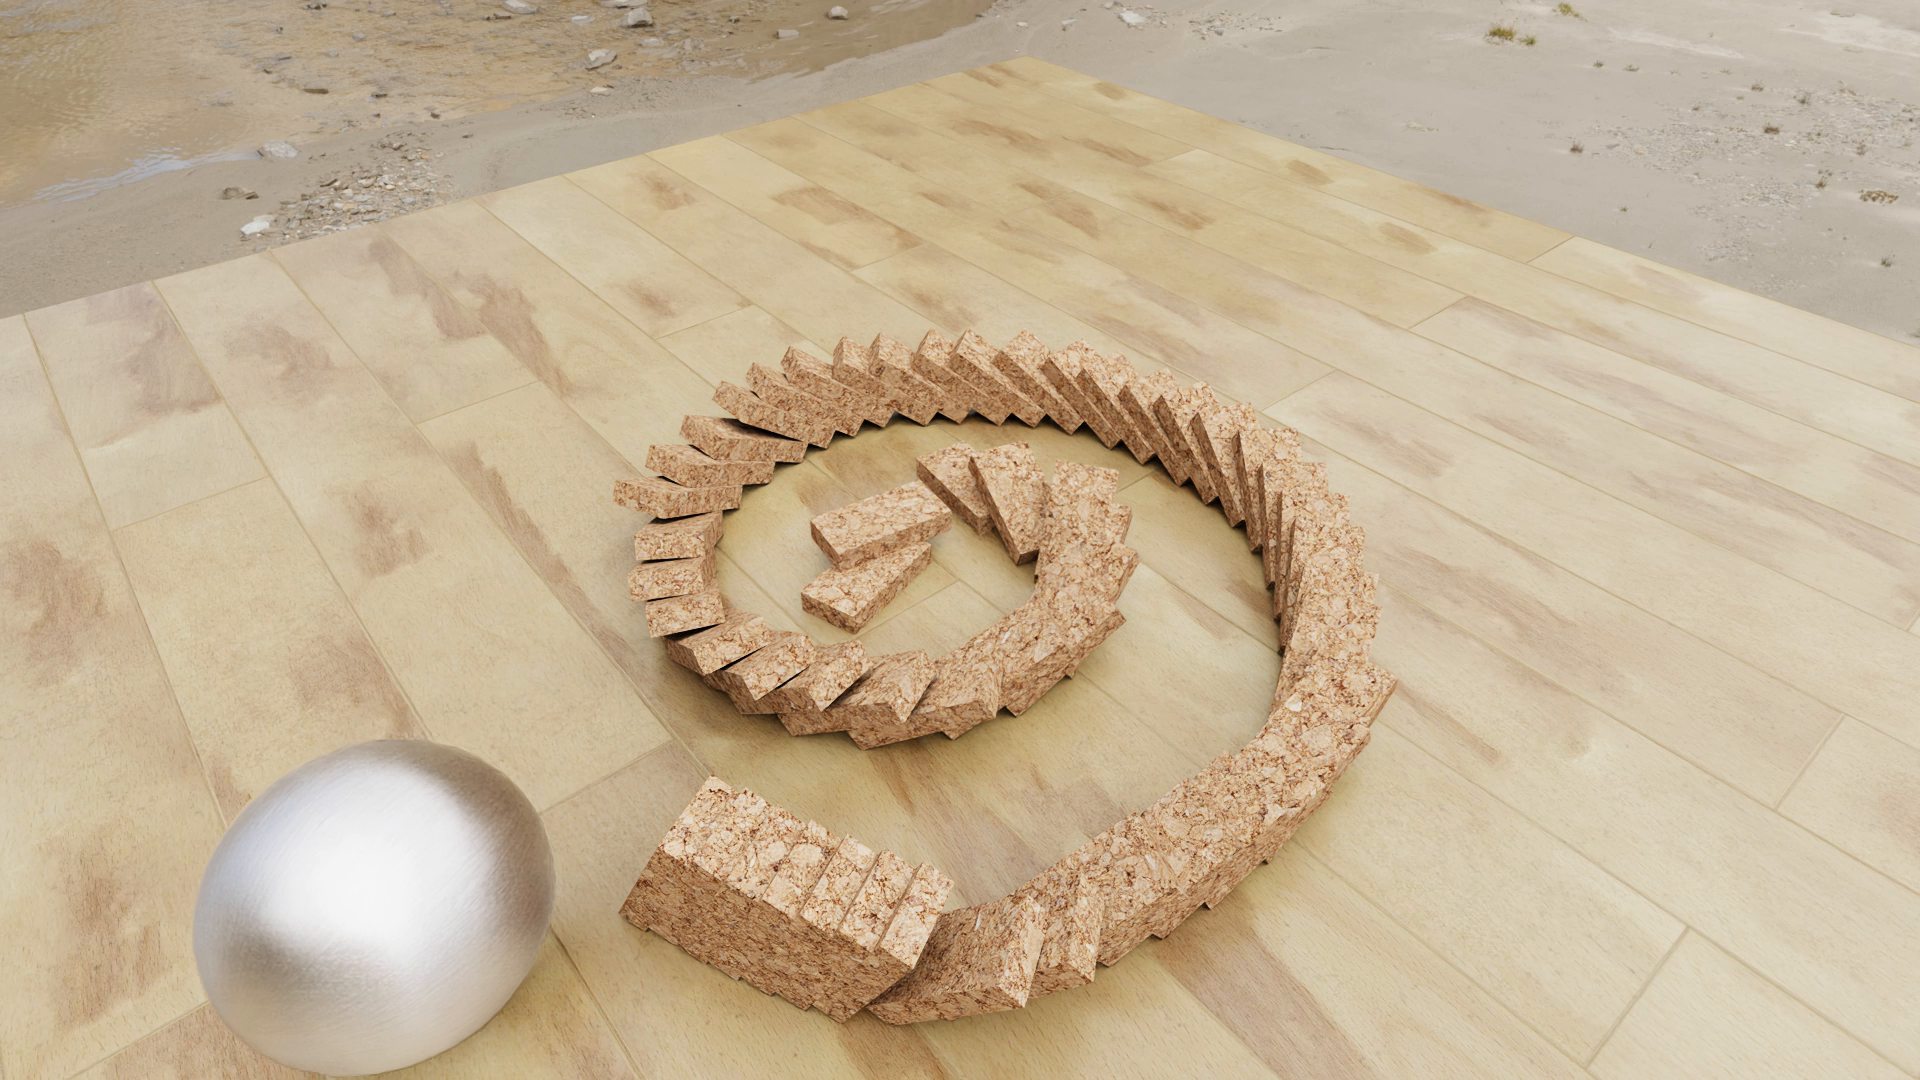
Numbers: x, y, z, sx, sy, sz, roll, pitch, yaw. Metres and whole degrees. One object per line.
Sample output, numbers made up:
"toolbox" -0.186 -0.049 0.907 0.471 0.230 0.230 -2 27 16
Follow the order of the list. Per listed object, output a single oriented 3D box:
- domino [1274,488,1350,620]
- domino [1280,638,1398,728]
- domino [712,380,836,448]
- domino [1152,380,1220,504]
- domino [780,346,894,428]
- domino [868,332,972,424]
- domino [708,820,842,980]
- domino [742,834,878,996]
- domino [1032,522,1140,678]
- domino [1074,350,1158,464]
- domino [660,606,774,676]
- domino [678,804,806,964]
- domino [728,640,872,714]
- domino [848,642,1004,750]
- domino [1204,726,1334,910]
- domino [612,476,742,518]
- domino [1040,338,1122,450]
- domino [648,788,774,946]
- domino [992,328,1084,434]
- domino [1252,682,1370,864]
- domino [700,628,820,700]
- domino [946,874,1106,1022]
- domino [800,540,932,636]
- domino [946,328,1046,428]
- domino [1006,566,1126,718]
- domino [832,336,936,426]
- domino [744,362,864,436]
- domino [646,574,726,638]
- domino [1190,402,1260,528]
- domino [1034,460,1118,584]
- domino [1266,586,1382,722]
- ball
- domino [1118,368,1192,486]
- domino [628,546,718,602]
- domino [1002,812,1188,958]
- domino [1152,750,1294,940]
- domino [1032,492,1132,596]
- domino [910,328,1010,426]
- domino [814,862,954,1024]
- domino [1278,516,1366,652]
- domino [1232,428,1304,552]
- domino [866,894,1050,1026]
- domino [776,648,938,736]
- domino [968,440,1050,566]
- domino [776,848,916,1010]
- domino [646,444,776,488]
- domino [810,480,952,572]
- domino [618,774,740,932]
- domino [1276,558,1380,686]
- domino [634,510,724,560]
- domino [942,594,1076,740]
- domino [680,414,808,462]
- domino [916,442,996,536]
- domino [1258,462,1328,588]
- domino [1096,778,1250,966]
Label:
"domino" 0.133 0.006 0.416 0.025 0.009 0.050 6 70 5
"domino" 0.116 0.059 0.353 0.025 0.010 0.050 32 76 29
"domino" -0.082 -0.055 0.488 0.025 0.009 0.050 35 13 37
"domino" 0.106 -0.042 0.475 0.025 0.010 0.050 -20 76 -24
"domino" -0.056 -0.071 0.506 0.050 0.009 0.025 22 22 -32
"domino" -0.019 -0.076 0.515 0.050 0.010 0.025 27 32 -22
"domino" -0.050 0.097 0.294 0.010 0.050 0.025 35 44 -1
"domino" -0.040 0.100 0.291 0.009 0.050 0.025 35 44 -1
"domino" 0.041 0.022 0.396 0.025 0.009 0.050 27 80 27
"domino" 0.077 -0.061 0.498 0.025 0.010 0.050 -30 77 -33
"domino" -0.085 0.034 0.380 0.025 0.010 0.050 -26 12 -24
"domino" -0.060 0.094 0.298 0.010 0.050 0.025 35 44 -1
"domino" -0.054 0.046 0.365 0.050 0.009 0.025 -12 23 49
"domino" -0.011 0.052 0.363 0.050 0.010 0.025 -17 34 23
"domino" 0.083 0.082 0.327 0.050 0.010 0.025 -41 49 -6
"domino" -0.114 -0.019 0.447 0.025 0.010 0.050 15 12 22
"domino" 0.063 -0.068 0.508 0.025 0.009 0.050 -33 79 -34
"domino" -0.069 0.090 0.302 0.009 0.050 0.025 35 44 -1
"domino" 0.041 -0.074 0.514 0.050 0.009 0.025 43 46 0
"domino" 0.100 0.071 0.339 0.050 0.009 0.025 -47 54 -9
"domino" -0.069 0.041 0.371 0.025 0.009 0.050 -32 15 -27
"domino" 0.014 0.107 0.288 0.050 0.010 0.025 -32 25 34
"domino" -0.036 0.014 0.426 0.025 0.009 0.050 23 45 25
"domino" 0.019 -0.076 0.515 0.050 0.009 0.025 34 38 -12
"domino" 0.030 0.035 0.381 0.050 0.009 0.025 -42 49 0
"domino" -0.035 -0.074 0.513 0.050 0.009 0.025 25 32 -24
"domino" -0.070 -0.064 0.498 0.050 0.010 0.025 18 19 -42
"domino" -0.099 0.023 0.395 0.025 0.010 0.050 -12 9 -13
"domino" 0.118 -0.032 0.462 0.025 0.009 0.050 -12 73 -17
"domino" 0.046 -0.005 0.431 0.025 0.010 0.050 10 67 5
"domino" 0.123 0.043 0.371 0.025 0.009 0.050 17 71 17
"ball" -0.145 0.091 0.277 0.080 0.080 0.080 0 39 0
"domino" 0.094 -0.050 0.487 0.025 0.010 0.050 -24 74 -26
"domino" -0.106 0.012 0.409 0.025 0.010 0.050 -8 8 -6
"domino" 0.035 0.100 0.302 0.050 0.009 0.025 -36 42 8
"domino" 0.068 0.087 0.316 0.050 0.010 0.025 -43 49 2
"domino" 0.045 0.009 0.411 0.025 0.010 0.050 15 76 18
"domino" 0.002 -0.077 0.517 0.050 0.010 0.025 31 38 -14
"domino" -0.020 0.105 0.284 0.009 0.050 0.025 35 45 -1
"domino" 0.132 0.018 0.402 0.025 0.009 0.050 9 70 7
"domino" 0.128 -0.021 0.449 0.025 0.009 0.050 -2 70 -7
"domino" -0.001 0.109 0.284 0.050 0.010 0.025 -28 25 39
"domino" -0.034 0.051 0.362 0.050 0.010 0.025 -13 28 37
"domino" 0.025 -0.016 0.449 0.025 0.010 0.050 -16 63 -18
"domino" -0.030 0.102 0.287 0.009 0.050 0.025 35 44 -1
"domino" -0.105 -0.032 0.464 0.025 0.009 0.050 24 16 26
"domino" -0.031 -0.006 0.436 0.050 0.010 0.025 -22 44 -24
"domino" -0.078 0.088 0.306 0.010 0.050 0.025 35 44 -1
"domino" 0.128 0.033 0.384 0.025 0.010 0.050 13 70 16
"domino" -0.108 -0.002 0.428 0.025 0.009 0.050 -3 11 -4
"domino" 0.012 0.043 0.372 0.050 0.010 0.025 -34 42 7
"domino" -0.094 -0.044 0.479 0.025 0.009 0.050 32 20 33
"domino" 0.005 -0.023 0.471 0.025 0.009 0.050 -22 44 -25
"domino" 0.132 -0.006 0.432 0.025 0.009 0.050 1 70 1
"domino" 0.053 0.093 0.309 0.050 0.009 0.025 -40 48 5
